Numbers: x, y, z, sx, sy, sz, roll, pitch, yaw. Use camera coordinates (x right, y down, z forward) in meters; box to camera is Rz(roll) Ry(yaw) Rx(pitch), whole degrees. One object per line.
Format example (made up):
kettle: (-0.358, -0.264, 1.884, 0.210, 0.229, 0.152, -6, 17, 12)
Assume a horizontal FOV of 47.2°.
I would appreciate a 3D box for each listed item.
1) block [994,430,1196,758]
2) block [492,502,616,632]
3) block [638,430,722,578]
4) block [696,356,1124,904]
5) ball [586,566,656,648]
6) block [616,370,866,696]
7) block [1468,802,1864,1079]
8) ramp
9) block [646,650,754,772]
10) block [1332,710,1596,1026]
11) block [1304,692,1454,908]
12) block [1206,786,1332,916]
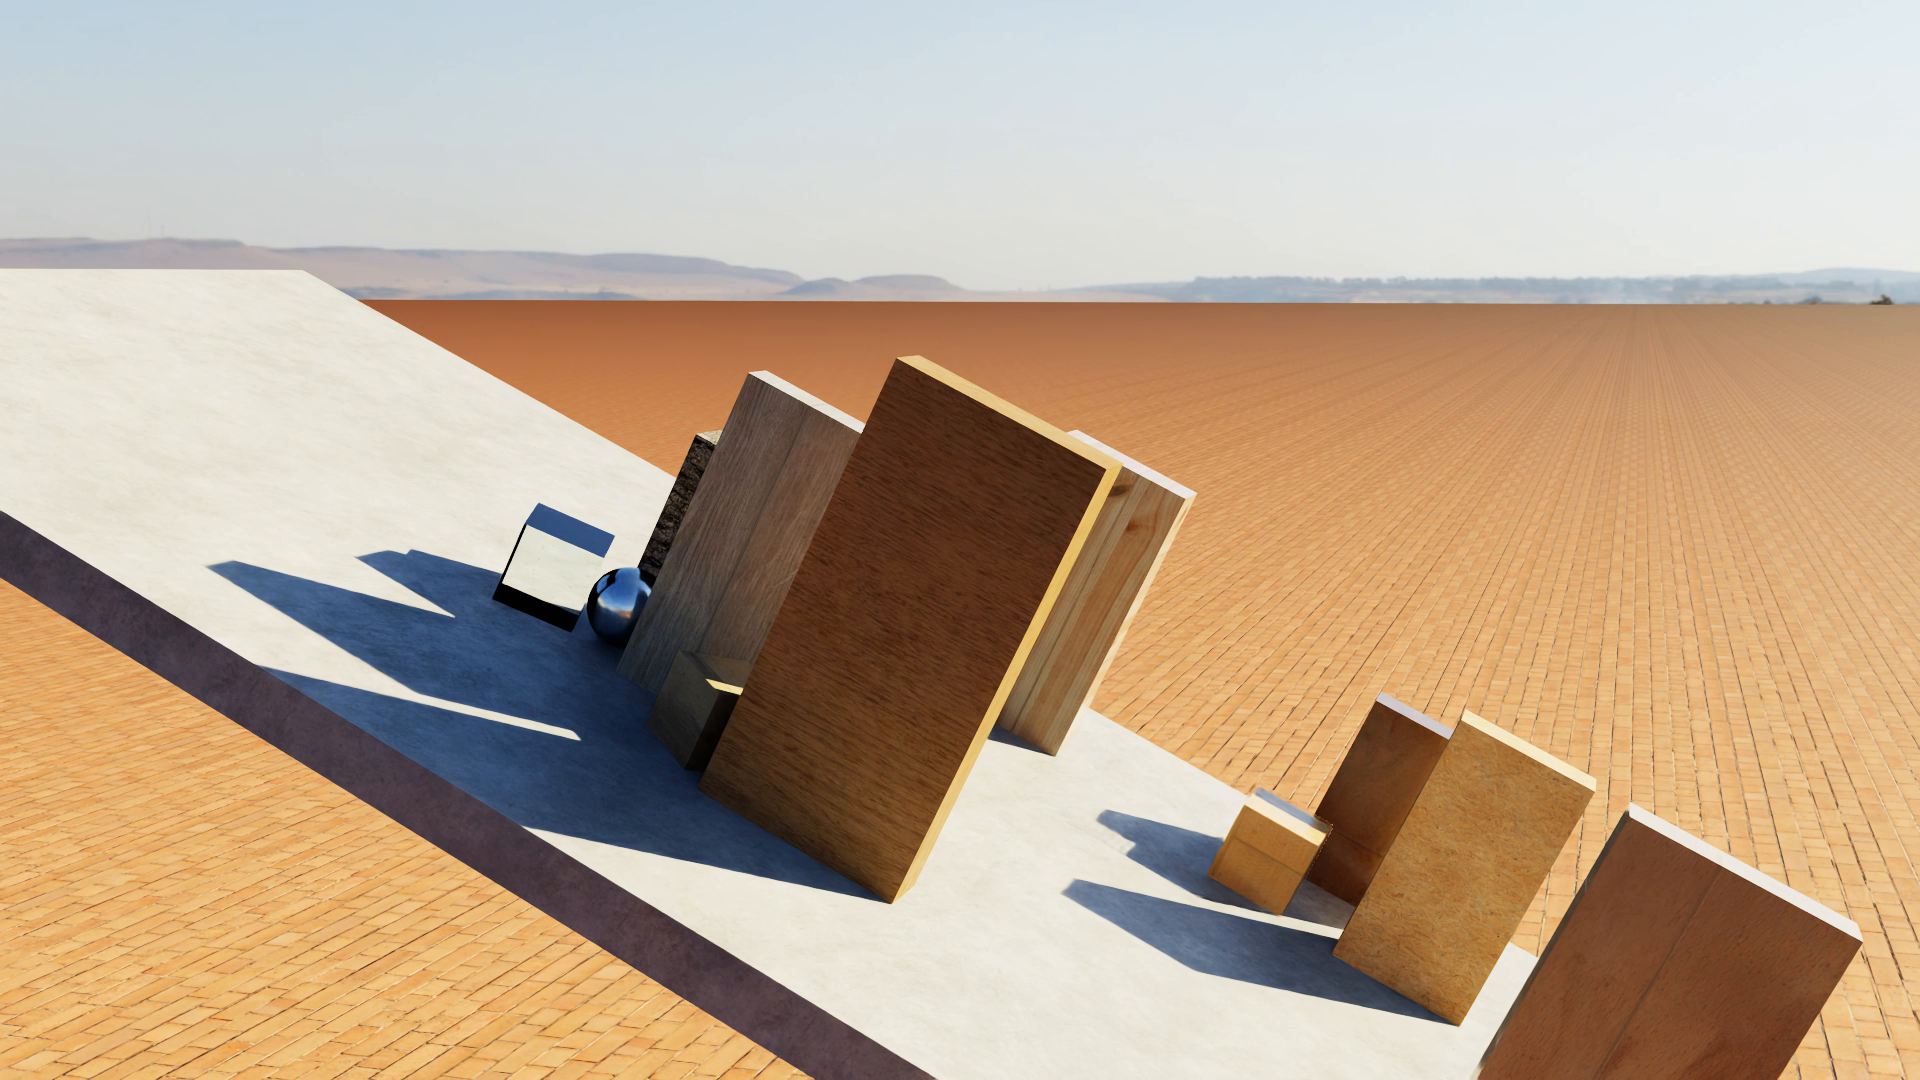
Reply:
block: (0.223, 0.111, 4.626, 0.288, 0.615, 0.122, 29, 14, 12)
block: (-0.753, 0.050, 4.084, 0.156, 0.156, 0.156, 24, 14, -7)
block: (-0.426, 0.048, 4.137, 0.306, 0.409, 0.115, 29, 14, 12)
block: (-0.088, 0.145, 3.556, 0.378, 0.797, 0.115, 29, 14, 12)
ball: (-0.613, 0.125, 4.063, 0.152, 0.152, 0.152, 0, 7, 0)
block: (-0.297, 0.069, 3.881, 0.432, 0.602, 0.081, 29, 14, 12)
block: (0.877, 0.774, 3.005, 0.328, 0.768, 0.084, 29, 14, 12)
ramp: (-0.248, 0.418, 4.161, 4.000, 0.100, 2.000, 29, 14, 12)
block: (-0.417, 0.299, 3.773, 0.149, 0.149, 0.149, 13, 18, -42)
block: (0.962, 0.627, 4.209, 0.274, 0.529, 0.105, 29, 14, 12)
block: (0.930, 0.583, 4.573, 0.344, 0.409, 0.100, 29, 14, 12)
block: (0.618, 0.620, 4.392, 0.165, 0.165, 0.165, 29, 14, 13)
